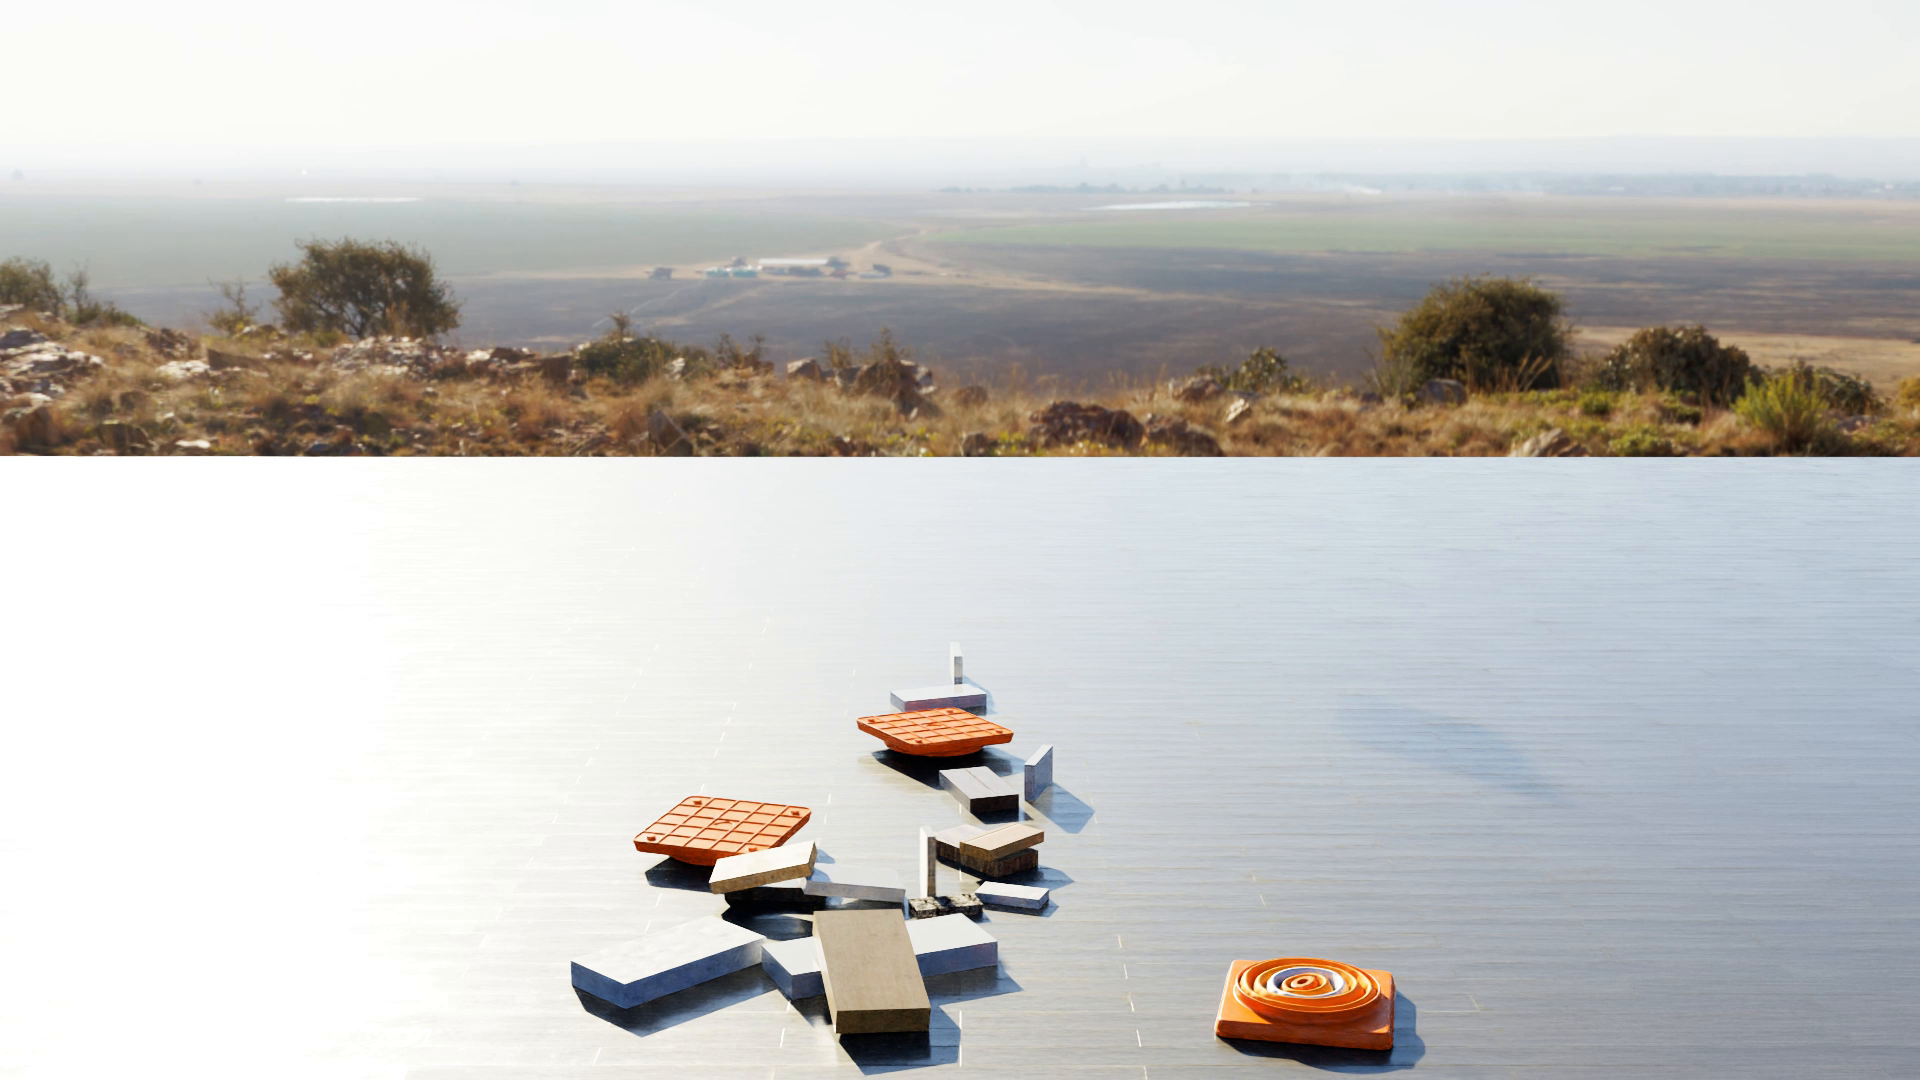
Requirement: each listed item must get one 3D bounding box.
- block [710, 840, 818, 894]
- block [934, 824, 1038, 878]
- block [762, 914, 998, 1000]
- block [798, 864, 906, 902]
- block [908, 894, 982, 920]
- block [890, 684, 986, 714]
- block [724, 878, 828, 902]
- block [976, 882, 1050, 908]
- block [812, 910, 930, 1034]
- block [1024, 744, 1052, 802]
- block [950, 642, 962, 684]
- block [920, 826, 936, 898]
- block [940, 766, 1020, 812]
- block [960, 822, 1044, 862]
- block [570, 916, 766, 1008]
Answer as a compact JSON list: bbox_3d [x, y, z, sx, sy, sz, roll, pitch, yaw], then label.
[{"bbox_3d":[-0.324,0.542,3.637,0.168,0.024,0.084,-12,17,8],"label":"block"},{"bbox_3d":[0.037,0.543,3.849,0.096,0.027,0.193,-9,14,-39],"label":"block"},{"bbox_3d":[-0.122,0.631,3.345,0.333,0.038,0.134,-5,12,-24],"label":"block"},{"bbox_3d":[-0.181,0.566,3.641,0.168,0.024,0.084,8,12,-15],"label":"block"},{"bbox_3d":[-0.024,0.597,3.586,0.111,0.016,0.055,-3,11,-15],"label":"block"},{"bbox_3d":[-0.048,0.351,4.880,0.193,0.027,0.096,-4,11,-21],"label":"block"},{"bbox_3d":[-0.303,0.577,3.674,0.168,0.024,0.084,1,11,4],"label":"block"},{"bbox_3d":[0.086,0.588,3.639,0.111,0.016,0.055,4,11,19],"label":"block"},{"bbox_3d":[-0.132,0.627,3.212,0.134,0.038,0.267,1,21,-11],"label":"block"},{"bbox_3d":[0.152,0.448,4.238,0.020,0.071,0.142,3,11,16],"label":"block"},{"bbox_3d":[-0.009,0.287,5.104,0.020,0.071,0.142,-1,11,-4],"label":"block"},{"bbox_3d":[-0.053,0.537,3.652,0.016,0.111,0.055,-2,11,-11],"label":"block"},{"bbox_3d":[0.035,0.476,4.206,0.096,0.027,0.193,-3,11,-18],"label":"block"},{"bbox_3d":[0.073,0.524,3.820,0.071,0.020,0.142,9,14,41],"label":"block"},{"bbox_3d":[-0.438,0.635,3.323,0.134,0.038,0.267,10,15,44],"label":"block"}]
